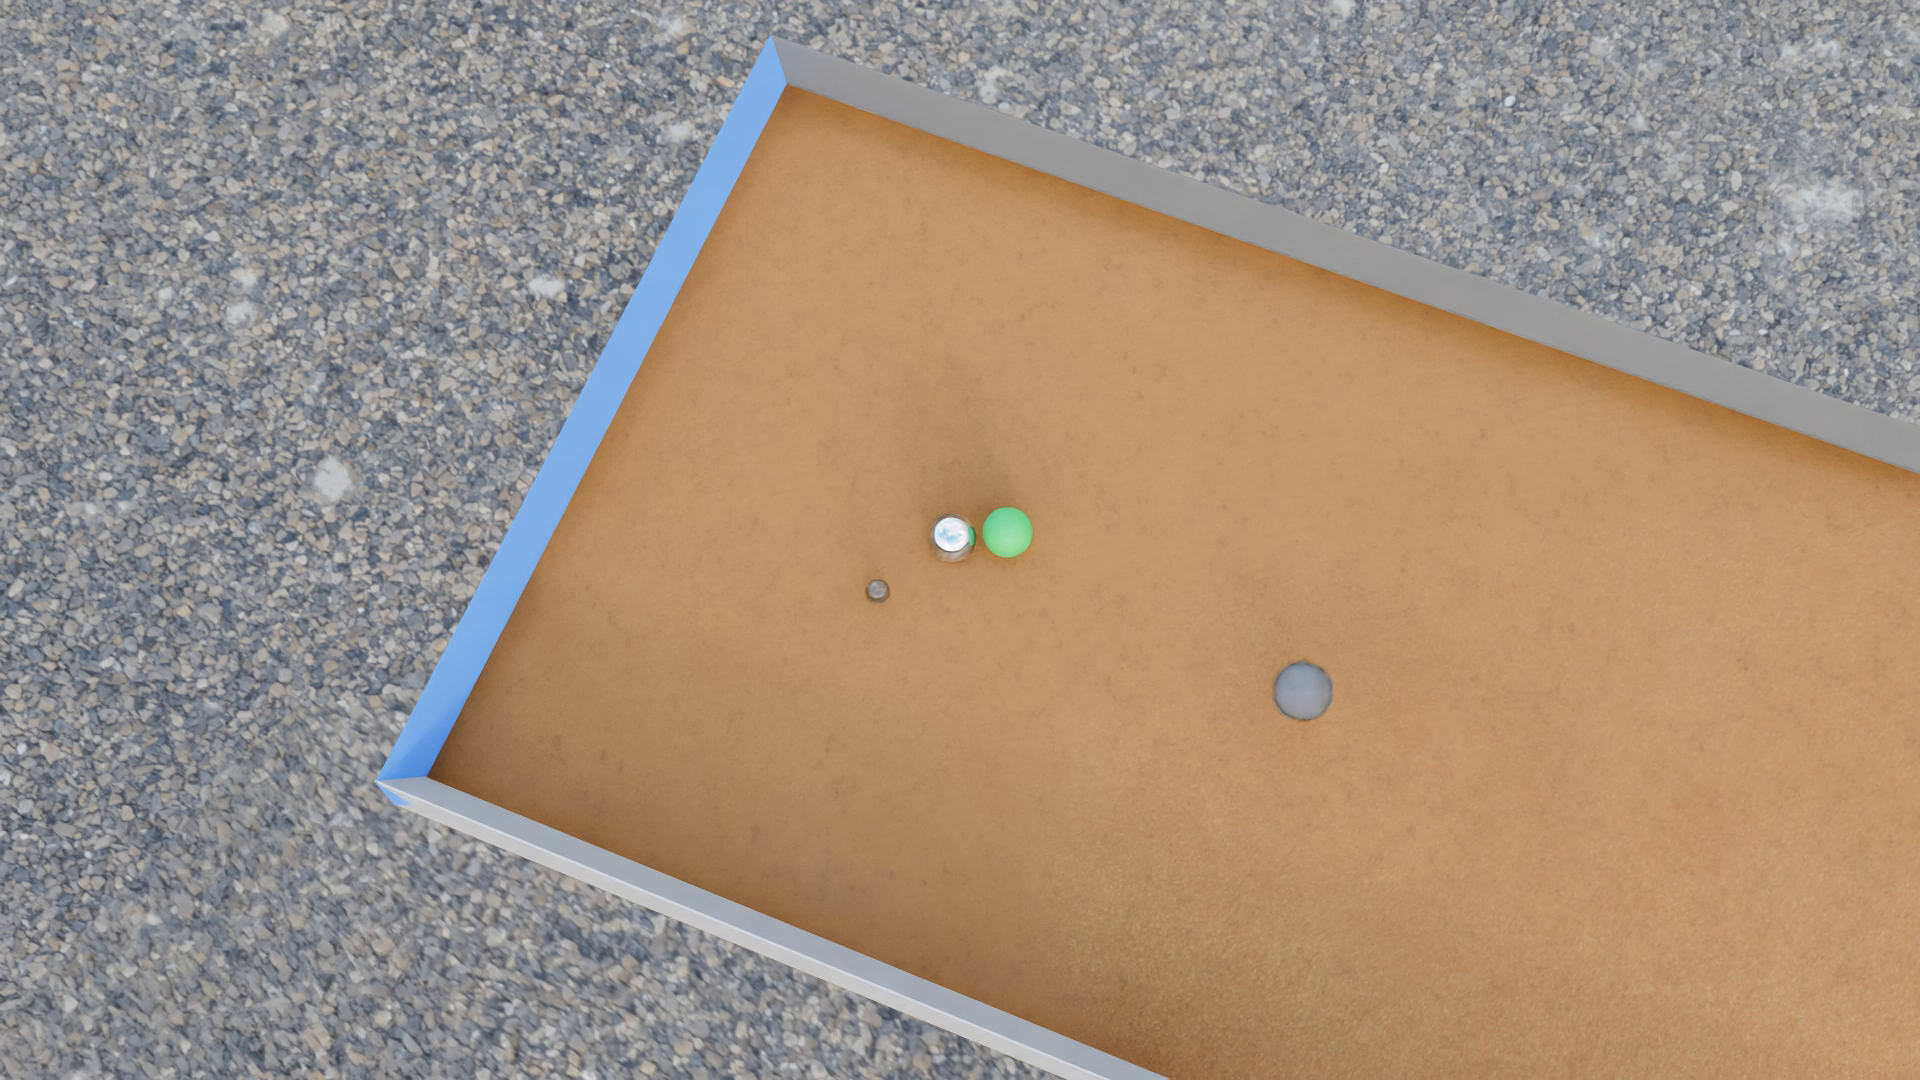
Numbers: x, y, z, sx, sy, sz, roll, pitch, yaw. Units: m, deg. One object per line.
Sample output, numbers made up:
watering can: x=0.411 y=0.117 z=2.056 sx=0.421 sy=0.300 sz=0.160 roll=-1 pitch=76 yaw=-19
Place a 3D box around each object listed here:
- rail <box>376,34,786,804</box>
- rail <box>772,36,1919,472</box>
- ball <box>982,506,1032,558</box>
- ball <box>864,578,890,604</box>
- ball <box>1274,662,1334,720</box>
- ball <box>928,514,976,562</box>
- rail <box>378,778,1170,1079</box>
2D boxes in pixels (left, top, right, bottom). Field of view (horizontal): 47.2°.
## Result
rail: x=-0.577 y=-0.226 z=3.582 sx=0.045 sy=0.118 sz=1.446 roll=20 pitch=68 yaw=8
rail: x=0.861 y=-0.384 z=3.650 sx=2.583 sy=0.118 sz=0.045 roll=20 pitch=68 yaw=8
ball: x=0.076 y=-0.012 z=3.514 sx=0.081 sy=0.081 sz=0.081 roll=0 pitch=67 yaw=0
ball: x=-0.131 y=0.082 z=3.495 sx=0.040 sy=0.040 sz=0.040 roll=0 pitch=67 yaw=0
ball: x=0.531 y=0.234 z=3.403 sx=0.091 sy=0.091 sz=0.091 roll=0 pitch=67 yaw=0
ball: x=-0.013 y=-0.003 z=3.510 sx=0.079 sy=0.079 sz=0.079 roll=0 pitch=67 yaw=0
rail: x=0.336 y=0.809 z=3.142 sx=2.583 sy=0.118 sz=0.045 roll=20 pitch=68 yaw=8
